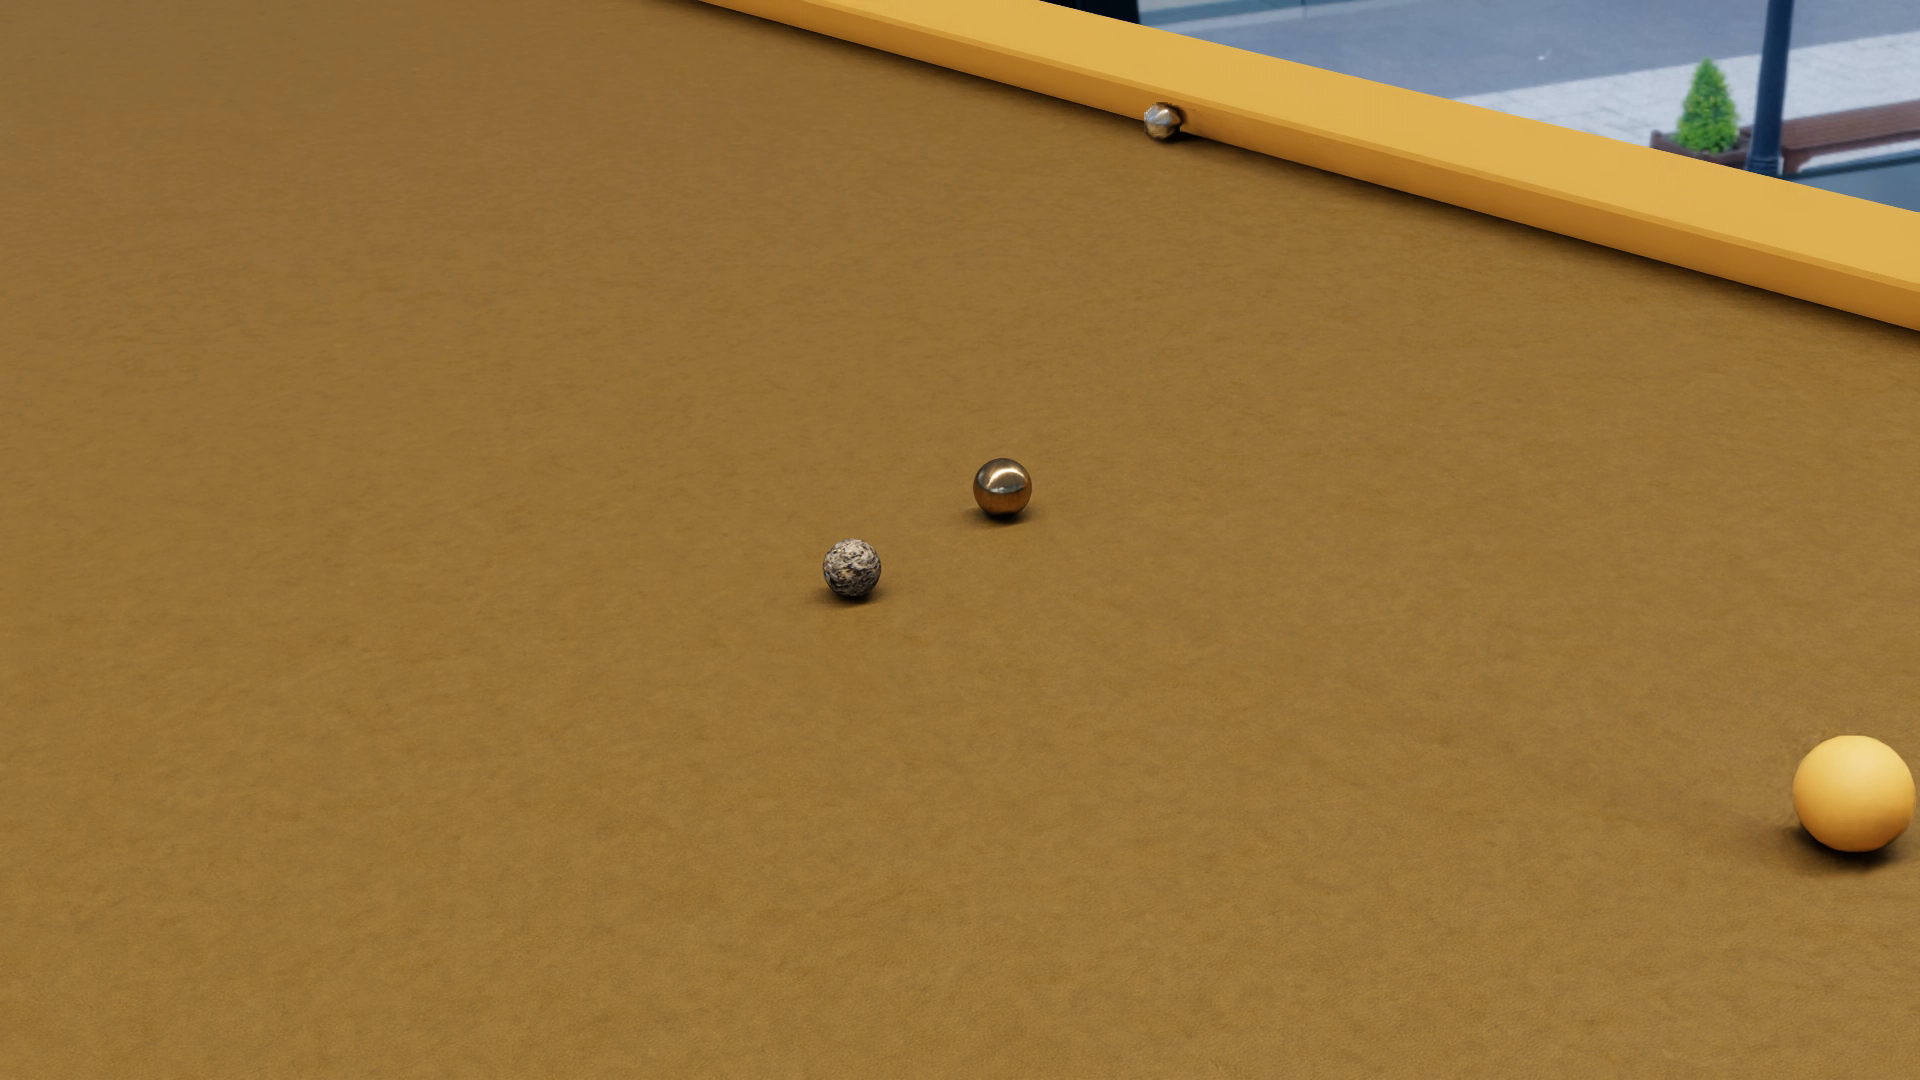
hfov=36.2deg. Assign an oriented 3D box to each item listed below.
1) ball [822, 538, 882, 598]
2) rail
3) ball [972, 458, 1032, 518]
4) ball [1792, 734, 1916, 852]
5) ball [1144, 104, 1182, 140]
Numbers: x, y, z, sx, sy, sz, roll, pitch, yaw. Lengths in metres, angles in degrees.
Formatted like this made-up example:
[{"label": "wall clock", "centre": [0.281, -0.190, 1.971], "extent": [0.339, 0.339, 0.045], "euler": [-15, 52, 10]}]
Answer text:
[{"label": "ball", "centre": [-0.084, 0.022, 2.297], "extent": [0.046, 0.046, 0.046], "euler": [0, 24, 0]}, {"label": "rail", "centre": [0.069, -0.615, 3.665], "extent": [0.045, 0.114, 4.098], "euler": [-21, 31, -39]}, {"label": "ball", "centre": [0.035, -0.043, 2.442], "extent": [0.049, 0.049, 0.049], "euler": [0, 24, 0]}, {"label": "ball", "centre": [0.586, 0.166, 1.928], "extent": [0.077, 0.077, 0.077], "euler": [0, 24, 0]}, {"label": "ball", "centre": [0.240, -0.494, 3.481], "extent": [0.043, 0.043, 0.043], "euler": [0, 24, 0]}]
